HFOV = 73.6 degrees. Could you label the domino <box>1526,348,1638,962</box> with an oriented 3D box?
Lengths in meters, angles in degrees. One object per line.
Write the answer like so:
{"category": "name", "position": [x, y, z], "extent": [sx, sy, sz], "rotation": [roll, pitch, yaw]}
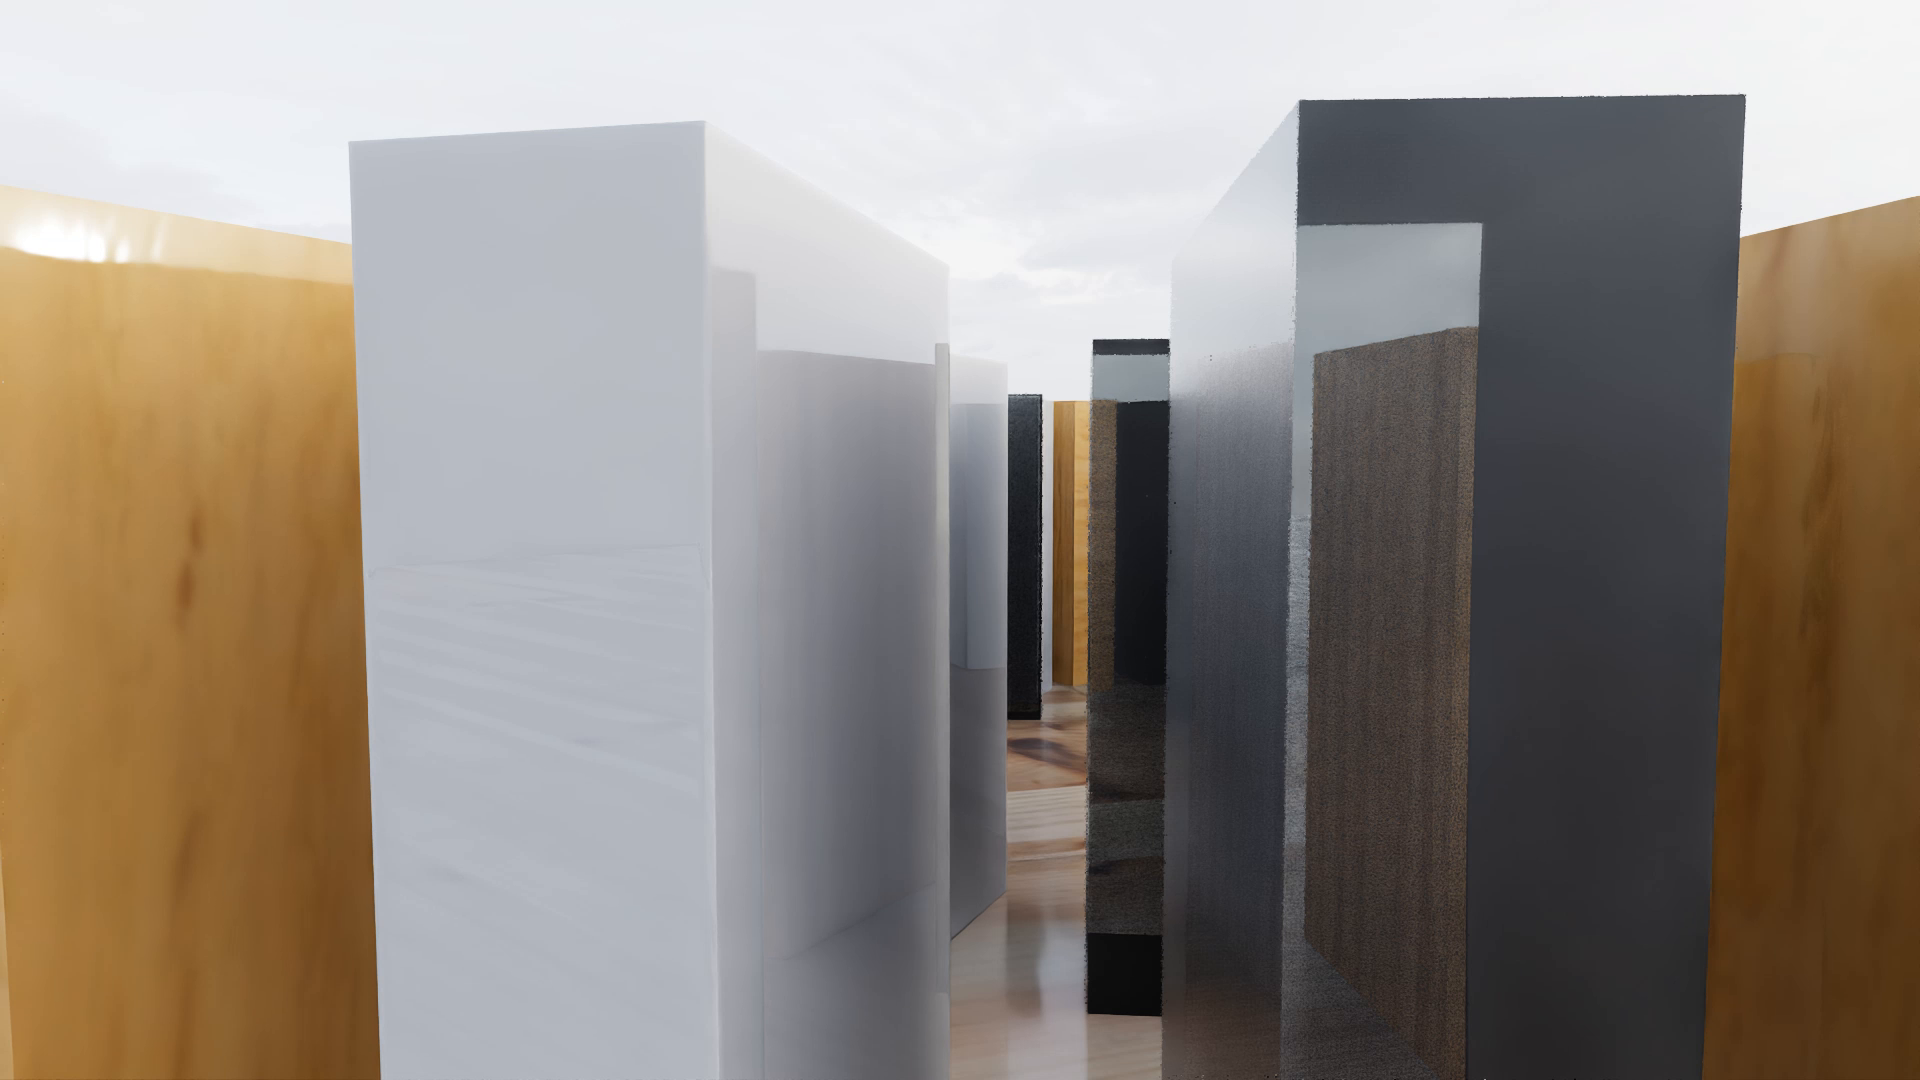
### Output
{"category": "domino", "position": [0.057, 0.009, 0.110], "extent": [0.010, 0.050, 0.025], "rotation": [-1, 4, -17]}

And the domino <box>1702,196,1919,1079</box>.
{"category": "domino", "position": [0.034, 0.014, 0.042], "extent": [0.009, 0.050, 0.025], "rotation": [0, 4, -4]}

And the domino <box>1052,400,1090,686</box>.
{"category": "domino", "position": [0.016, 0.000, 0.237], "extent": [0.009, 0.050, 0.025], "rotation": [-3, 5, -37]}

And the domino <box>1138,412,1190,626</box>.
{"category": "domino", "position": [0.049, -0.006, 0.311], "extent": [0.010, 0.050, 0.025], "rotation": [0, 4, 3]}

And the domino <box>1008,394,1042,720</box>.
{"category": "domino", "position": [0.000, 0.002, 0.201], "extent": [0.025, 0.050, 0.010], "rotation": [0, 4, 0]}

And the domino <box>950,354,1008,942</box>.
{"category": "domino", "position": [-0.005, 0.009, 0.111], "extent": [0.010, 0.050, 0.025], "rotation": [2, 5, 23]}

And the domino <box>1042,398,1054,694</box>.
{"category": "domino", "position": [0.003, 0.001, 0.221], "extent": [0.025, 0.050, 0.009], "rotation": [2, 5, 21]}

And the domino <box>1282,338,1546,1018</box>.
{"category": "domino", "position": [0.036, 0.010, 0.106], "extent": [0.009, 0.050, 0.025], "rotation": [0, 4, -6]}

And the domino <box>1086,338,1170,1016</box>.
{"category": "domino", "position": [0.015, 0.010, 0.106], "extent": [0.009, 0.050, 0.025], "rotation": [0, 4, 5]}

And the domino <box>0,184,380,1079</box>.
{"category": "domino", "position": [-0.028, 0.014, 0.051], "extent": [0.009, 0.050, 0.025], "rotation": [2, 5, 24]}

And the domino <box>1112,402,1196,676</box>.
{"category": "domino", "position": [0.035, -0.001, 0.246], "extent": [0.010, 0.050, 0.025], "rotation": [-1, 4, -17]}

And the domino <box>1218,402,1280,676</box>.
{"category": "domino", "position": [0.055, -0.001, 0.247], "extent": [0.010, 0.050, 0.025], "rotation": [1, 4, 10]}

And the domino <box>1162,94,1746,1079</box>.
{"category": "domino", "position": [0.013, 0.014, 0.042], "extent": [0.009, 0.050, 0.025], "rotation": [0, 4, 3]}

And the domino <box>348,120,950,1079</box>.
{"category": "domino", "position": [-0.008, 0.014, 0.045], "extent": [0.009, 0.050, 0.025], "rotation": [1, 4, 13]}
